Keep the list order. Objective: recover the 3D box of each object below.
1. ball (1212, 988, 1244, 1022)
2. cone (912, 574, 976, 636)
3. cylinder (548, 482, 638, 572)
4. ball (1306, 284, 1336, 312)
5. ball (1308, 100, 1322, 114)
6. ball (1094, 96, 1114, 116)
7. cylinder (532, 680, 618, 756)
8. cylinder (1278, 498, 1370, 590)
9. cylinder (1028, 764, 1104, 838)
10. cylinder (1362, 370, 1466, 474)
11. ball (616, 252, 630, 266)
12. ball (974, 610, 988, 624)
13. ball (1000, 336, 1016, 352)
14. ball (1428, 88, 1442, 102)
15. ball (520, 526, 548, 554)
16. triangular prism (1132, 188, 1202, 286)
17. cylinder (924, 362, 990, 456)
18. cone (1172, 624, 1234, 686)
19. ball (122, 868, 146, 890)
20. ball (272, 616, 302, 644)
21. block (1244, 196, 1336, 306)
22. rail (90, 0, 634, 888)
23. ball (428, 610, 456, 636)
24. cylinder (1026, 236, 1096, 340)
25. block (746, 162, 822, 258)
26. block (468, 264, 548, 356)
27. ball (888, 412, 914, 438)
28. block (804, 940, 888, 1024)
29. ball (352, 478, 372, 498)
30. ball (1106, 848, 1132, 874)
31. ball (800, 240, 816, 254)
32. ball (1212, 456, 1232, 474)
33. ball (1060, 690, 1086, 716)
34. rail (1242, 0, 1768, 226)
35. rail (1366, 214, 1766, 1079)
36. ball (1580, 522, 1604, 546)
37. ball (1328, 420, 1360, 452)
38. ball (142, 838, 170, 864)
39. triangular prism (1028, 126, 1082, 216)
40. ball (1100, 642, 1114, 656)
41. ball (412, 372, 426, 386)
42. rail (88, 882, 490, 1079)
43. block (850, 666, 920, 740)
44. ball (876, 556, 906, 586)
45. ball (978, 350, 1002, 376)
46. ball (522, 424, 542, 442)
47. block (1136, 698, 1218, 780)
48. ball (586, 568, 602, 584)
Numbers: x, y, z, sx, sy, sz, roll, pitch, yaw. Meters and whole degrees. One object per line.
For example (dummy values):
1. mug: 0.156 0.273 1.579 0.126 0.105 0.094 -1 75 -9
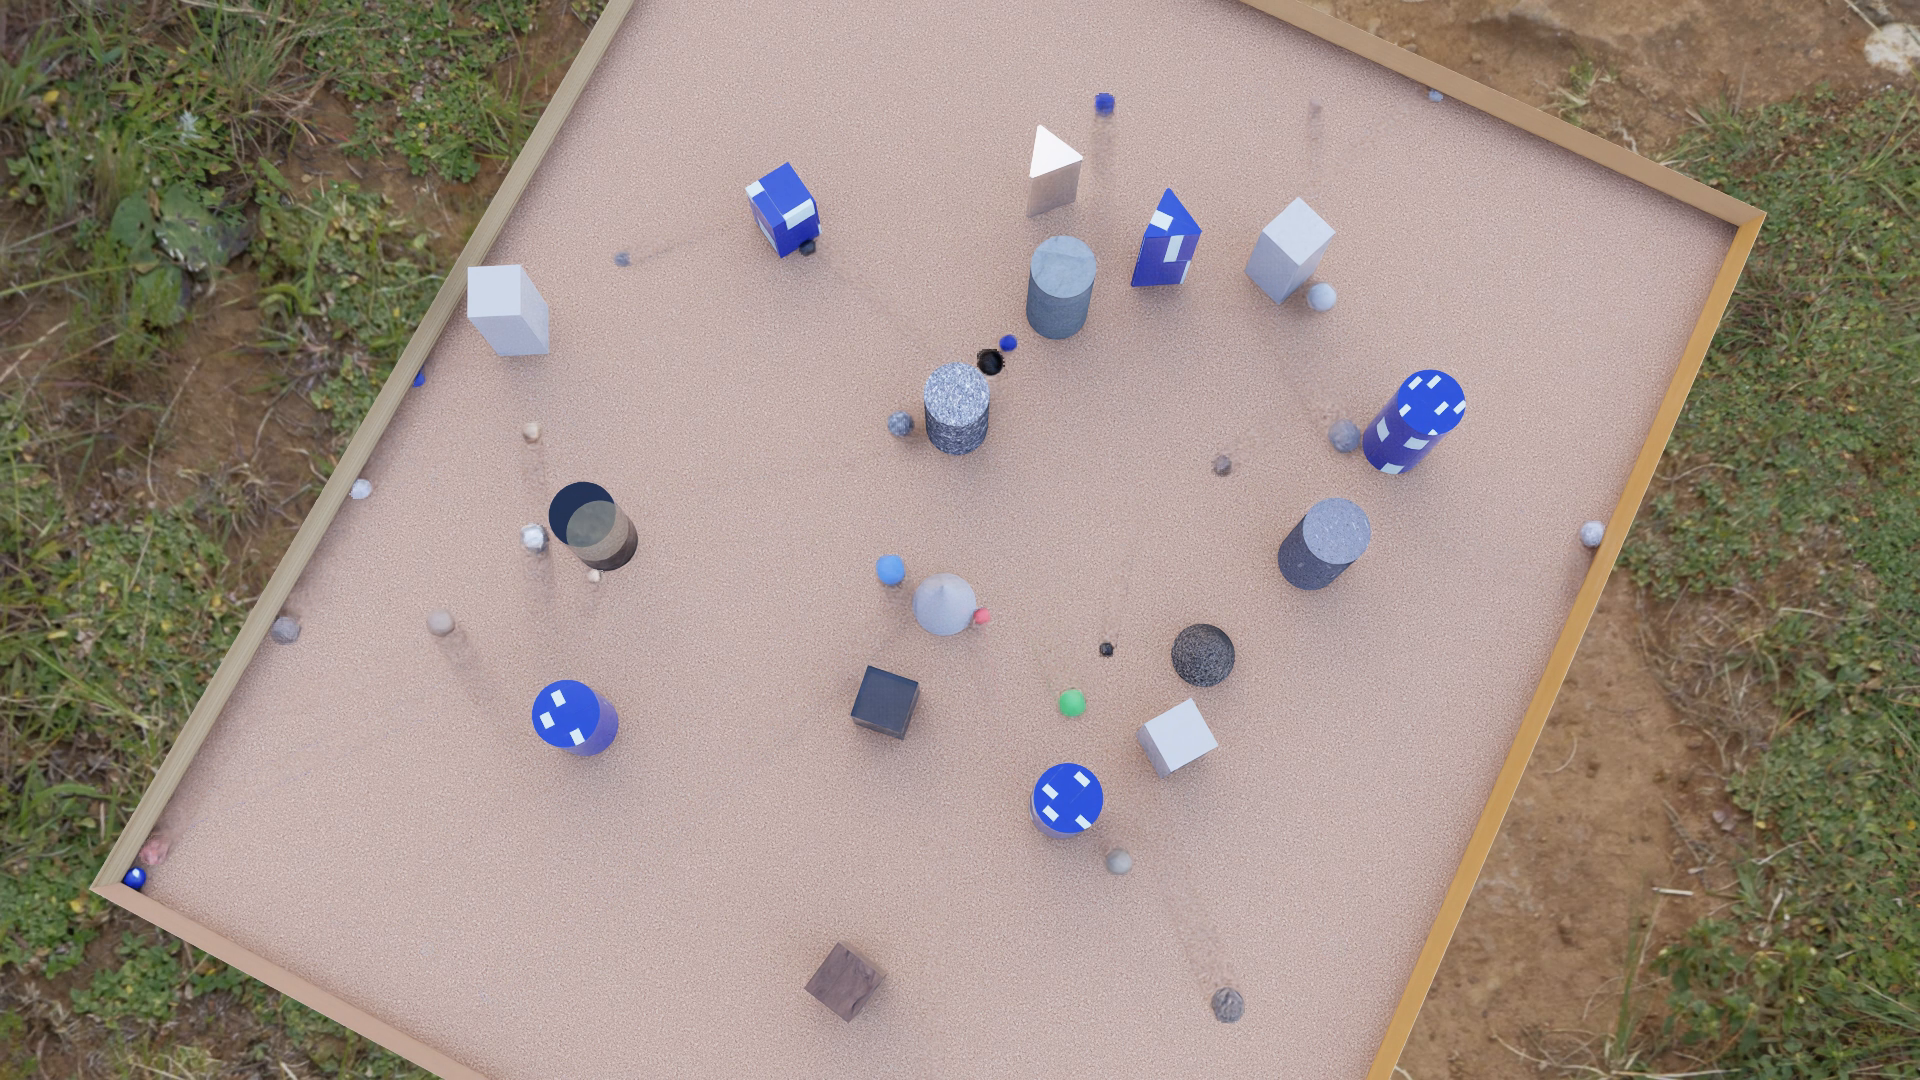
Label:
1. ball: 0.773 1.341 5.291 0.094 0.094 0.094 0 78 0
2. cone: -0.047 0.161 5.412 0.193 0.335 0.193 0 78 0
3. cylinder: -1.084 -0.036 5.436 0.193 0.368 0.193 0 78 0
4. ball: 1.128 -0.759 5.728 0.088 0.088 0.088 0 78 0
5. ball: 1.140 -1.391 5.883 0.042 0.042 0.042 0 78 0
6. ball: 0.462 -1.390 5.871 0.065 0.065 0.065 0 78 0
7. cylinder: -1.122 0.523 5.359 0.193 0.293 0.193 0 78 0
8. cylinder: 1.068 0.016 5.398 0.193 0.420 0.193 0 78 0
9. cylinder: 0.301 0.754 5.269 0.193 0.376 0.193 0 78 0
10. cylinder: 1.343 -0.345 5.449 0.193 0.468 0.193 0 78 0
11. ball: -1.063 -0.887 5.776 0.046 0.046 0.046 0 78 0
12. ball: 0.065 0.233 5.545 0.045 0.045 0.045 0 78 0
13. ball: 0.148 -0.611 5.717 0.051 0.051 0.051 0 78 0
14. ball: 1.527 -1.431 5.892 0.041 0.041 0.041 0 78 0
15. ball: -1.295 0.001 5.572 0.087 0.087 0.087 0 78 0
16. triangular prism: 0.619 -0.922 5.589 0.167 0.428 0.145 -4 78 -1
17. cylinder: -0.010 -0.391 5.522 0.193 0.343 0.193 0 78 0
18. cone: 0.735 0.311 5.364 0.193 0.368 0.193 0 78 0
19. ball: -2.423 0.994 5.379 0.063 0.063 0.063 0 78 0
20. ball: -2.027 0.271 5.519 0.081 0.081 0.081 0 78 0
21. block: 1.007 -0.881 5.617 0.155 0.355 0.155 -43 81 -8
22. rail: -1.574 -0.764 5.709 0.045 0.126 4.095 26 80 5
23. ball: -1.562 0.252 5.524 0.079 0.079 0.079 0 78 0
24. cylinder: 0.304 -0.763 5.573 0.193 0.394 0.193 0 78 0
25. block: -0.545 -1.022 5.694 0.155 0.262 0.155 -33 80 -6
26. block: -1.368 -0.693 5.567 0.155 0.378 0.155 -3 78 -1
27. ball: -0.180 -0.357 5.649 0.080 0.080 0.080 0 78 0
28. block: -0.319 1.245 5.178 0.155 0.355 0.155 36 81 7
29. ball: -1.835 -0.158 5.619 0.060 0.060 0.060 0 78 0
30. ball: 0.466 0.942 5.382 0.077 0.077 0.077 0 78 0
31. ball: -0.478 -0.924 5.783 0.049 0.049 0.049 0 78 0
32. ball: 0.805 -0.230 5.634 0.059 0.059 0.059 0 78 0
33. ball: 0.337 0.485 5.476 0.079 0.079 0.079 0 78 0
34. rail: 0.905 -1.766 5.917 3.567 0.126 0.045 26 80 5
35. rail: 1.574 0.777 5.391 0.045 0.126 4.095 26 80 5
36. ball: 1.926 -0.017 5.583 0.072 0.072 0.072 0 78 0
37. ball: 1.181 -0.322 5.634 0.097 0.097 0.097 0 78 0
38. ball: -2.365 0.913 5.388 0.077 0.077 0.077 0 78 0
39. triangular prism: 0.265 -1.155 5.689 0.167 0.325 0.145 -21 79 -4
40. ball: 0.441 0.330 5.526 0.043 0.043 0.043 0 78 0
41. ball: -1.683 -0.500 5.699 0.041 0.041 0.041 0 78 0
42. rail: -0.905 1.779 5.183 3.567 0.126 0.045 26 80 5
43. block: -0.218 0.482 5.397 0.155 0.235 0.155 18 79 4
44. ball: -0.209 0.094 5.553 0.086 0.086 0.086 0 78 0
45. ball: 0.095 -0.550 5.691 0.077 0.077 0.077 0 78 0
46. ball: -1.320 -0.329 5.655 0.058 0.058 0.058 0 78 0
47. block: 0.630 0.583 5.352 0.155 0.283 0.155 -28 80 -6
48. ball: -1.111 0.111 5.569 0.048 0.048 0.048 0 78 0
